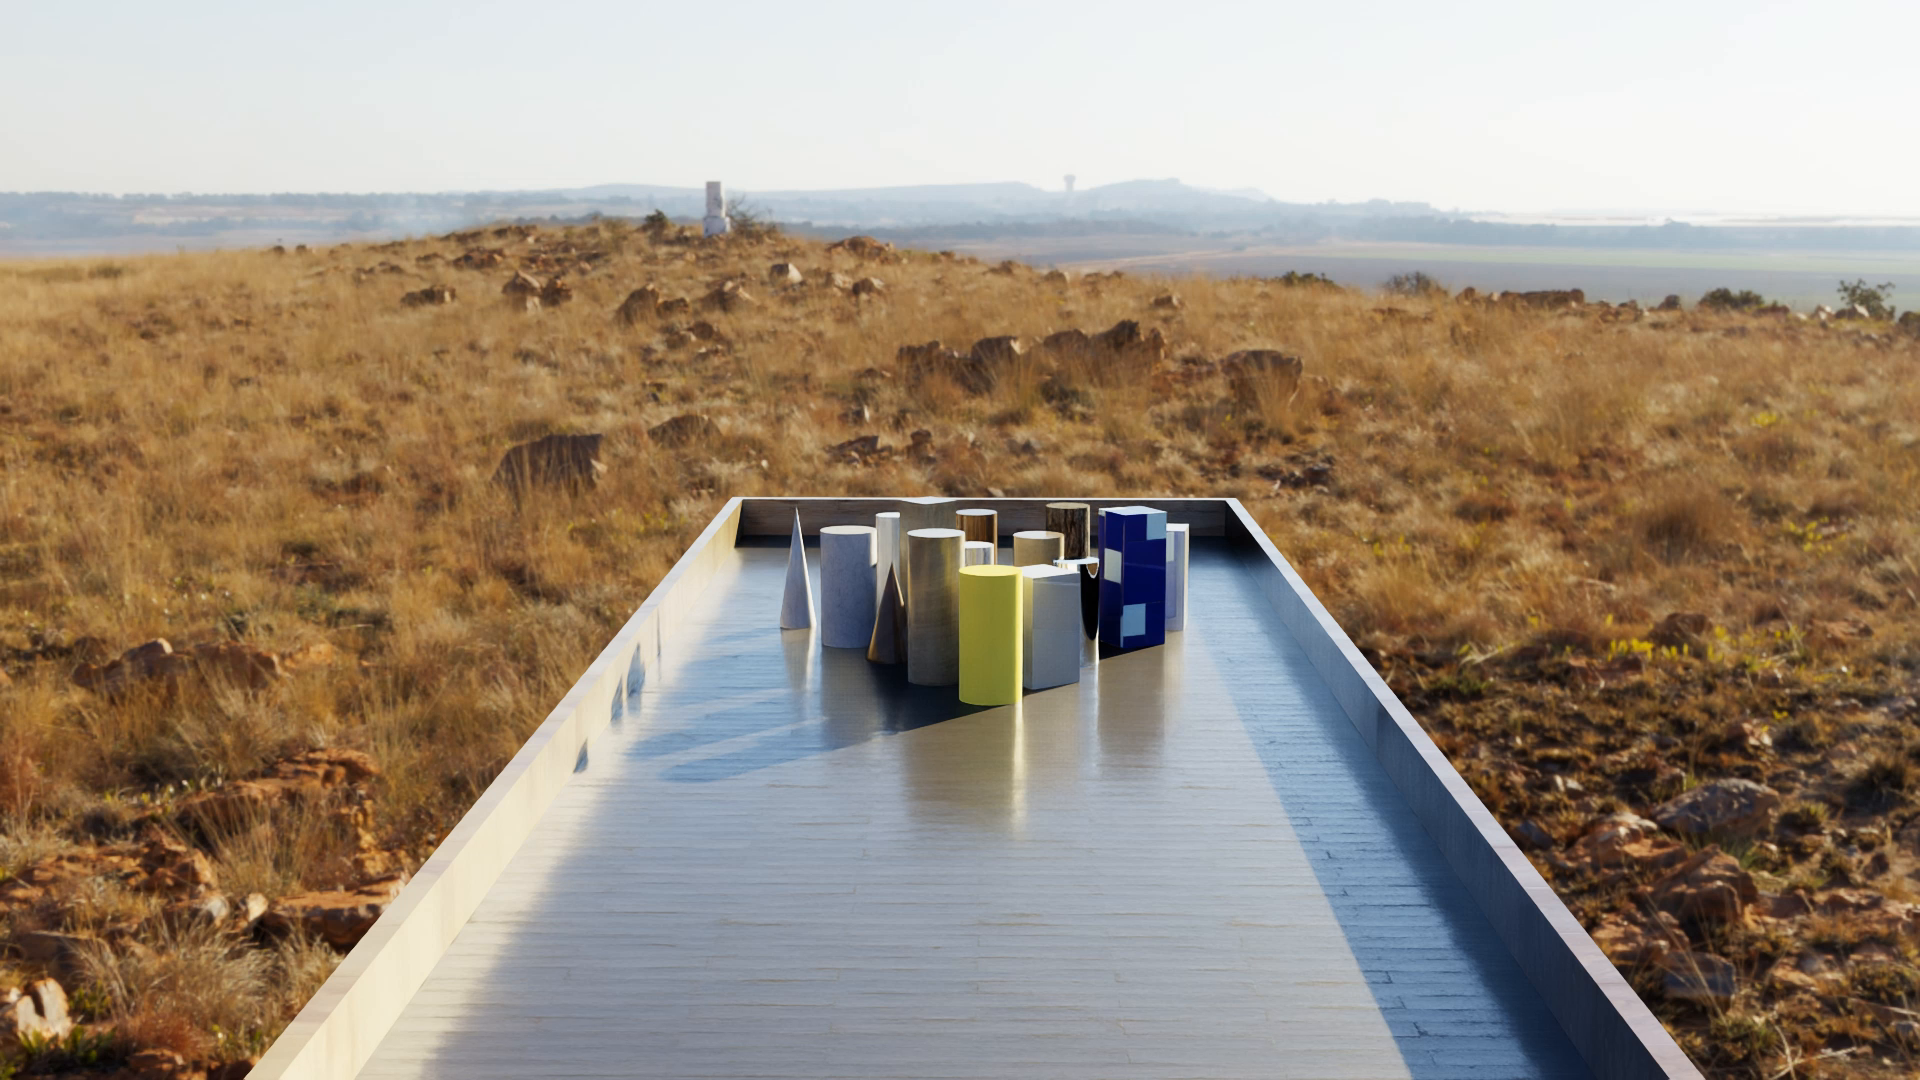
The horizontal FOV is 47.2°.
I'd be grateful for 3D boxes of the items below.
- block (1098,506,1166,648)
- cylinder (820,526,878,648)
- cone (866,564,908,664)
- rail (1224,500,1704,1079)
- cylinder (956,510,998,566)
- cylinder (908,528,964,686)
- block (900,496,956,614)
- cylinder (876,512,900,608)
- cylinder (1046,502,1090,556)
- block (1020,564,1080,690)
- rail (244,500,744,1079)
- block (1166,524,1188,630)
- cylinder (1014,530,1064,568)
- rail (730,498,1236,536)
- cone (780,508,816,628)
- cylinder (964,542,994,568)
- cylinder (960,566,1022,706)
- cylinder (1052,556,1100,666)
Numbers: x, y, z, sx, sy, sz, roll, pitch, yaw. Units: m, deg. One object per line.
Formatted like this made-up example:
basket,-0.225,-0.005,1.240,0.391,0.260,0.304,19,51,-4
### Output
block,0.542,0.115,6.941,0.155,0.421,0.155,-5,10,-27
cylinder,-0.351,0.146,6.942,0.178,0.359,0.178,0,9,0
cone,-0.207,0.212,6.699,0.164,0.304,0.164,0,9,0
rail,1.046,0.843,3.208,0.050,0.150,12.000,0,9,1
cylinder,0.053,0.097,7.180,0.137,0.380,0.137,0,9,0
cylinder,-0.069,0.194,6.401,0.167,0.434,0.167,0,9,0
block,-0.101,0.101,6.913,0.126,0.456,0.126,-8,12,-40
cylinder,-0.219,0.100,7.206,0.111,0.368,0.111,0,9,0
cylinder,0.352,0.084,7.207,0.144,0.398,0.144,0,9,0
block,0.228,0.250,6.396,0.172,0.324,0.172,-6,11,-35
rail,-1.004,0.839,3.234,0.050,0.150,12.000,0,9,1
block,0.665,0.119,7.214,0.154,0.327,0.154,2,9,10
cylinder,0.246,0.156,6.908,0.159,0.349,0.159,0,9,0
rail,0.099,-0.098,9.147,2.100,0.150,0.050,0,9,1
cone,-0.534,0.084,7.211,0.122,0.396,0.122,0,9,0
cylinder,0.039,0.190,6.681,0.128,0.354,0.128,0,9,0
cylinder,0.086,0.265,6.167,0.178,0.366,0.178,0,9,0
cylinder,0.350,0.215,6.652,0.143,0.313,0.143,0,9,0
